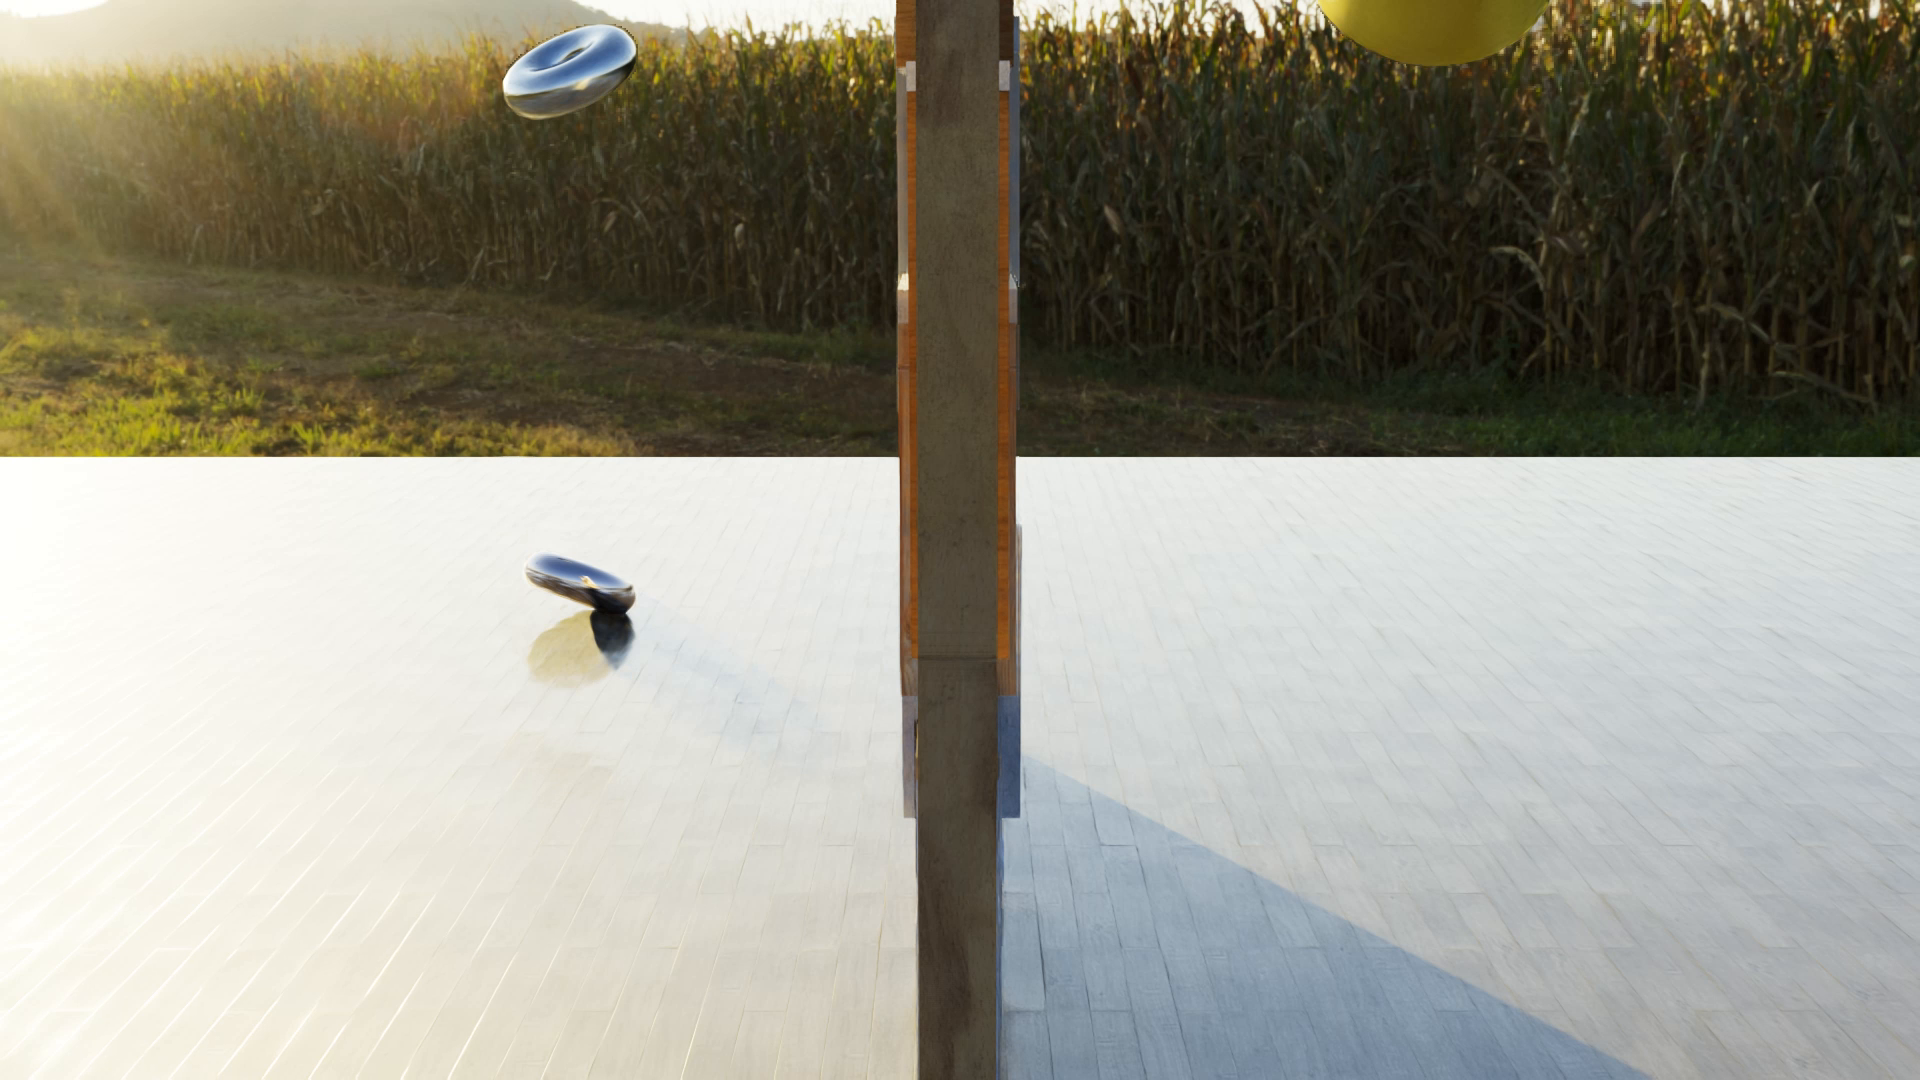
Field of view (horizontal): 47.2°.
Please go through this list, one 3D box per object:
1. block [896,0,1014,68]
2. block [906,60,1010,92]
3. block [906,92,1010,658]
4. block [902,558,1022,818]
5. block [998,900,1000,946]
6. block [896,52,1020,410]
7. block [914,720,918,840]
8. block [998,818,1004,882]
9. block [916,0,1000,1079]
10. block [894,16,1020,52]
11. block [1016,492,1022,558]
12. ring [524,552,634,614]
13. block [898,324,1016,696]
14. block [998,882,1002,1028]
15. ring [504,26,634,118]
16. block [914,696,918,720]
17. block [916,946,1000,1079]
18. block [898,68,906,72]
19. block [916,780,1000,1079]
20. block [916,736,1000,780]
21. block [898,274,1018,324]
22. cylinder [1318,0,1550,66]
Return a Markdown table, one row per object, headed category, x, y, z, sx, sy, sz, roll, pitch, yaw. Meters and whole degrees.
| category | x | y | z | sx | sy | sz | roll | pitch | yaw |
| --- | --- | --- | --- | --- | --- | --- | --- | --- | --- |
| block | -0.008 | -0.769 | 2.851 | 0.152 | 0.304 | 0.043 | 0 | 10 | 0 |
| block | -0.004 | -0.577 | 2.751 | 0.123 | 0.035 | 0.247 | 0 | 11 | -1 |
| block | -0.001 | -0.199 | 2.737 | 0.123 | 0.704 | 0.035 | 0 | 11 | 0 |
| block | 0.002 | 0.211 | 3.229 | 0.173 | 0.396 | 0.049 | 0 | 10 | 0 |
| block | -0.003 | 0.489 | 2.942 | 0.108 | 0.031 | 0.217 | 0 | 11 | -1 |
| block | -0.002 | -0.449 | 3.222 | 0.177 | 0.516 | 0.050 | 0 | 11 | 0 |
| block | -0.007 | 0.346 | 3.001 | 0.110 | 0.228 | 0.031 | 0 | 11 | -1 |
| block | 0.006 | 0.441 | 3.163 | 0.112 | 0.032 | 0.223 | 0 | 10 | 0 |
| block | -0.003 | 0.009 | 2.626 | 0.095 | 1.523 | 0.027 | 0 | 11 | 0 |
| block | -0.004 | -0.749 | 3.286 | 0.177 | 0.050 | 0.354 | 0 | 11 | 0 |
| block | 0.002 | -0.029 | 3.303 | 0.173 | 0.049 | 0.347 | 0 | 11 | 0 |
| ring | -0.996 | 0.112 | 5.756 | 0.305 | 0.102 | 0.305 | 19 | -6 | 2 |
| block | -0.003 | -0.041 | 2.922 | 0.154 | 0.501 | 0.044 | 0 | 10 | 0 |
| block | 0.003 | 0.580 | 3.111 | 0.112 | 0.223 | 0.032 | 0 | 11 | 0 |
| ring | -1.103 | -1.323 | 6.216 | 0.397 | 0.132 | 0.397 | -17 | 32 | 11 |
| block | -0.008 | 0.205 | 3.050 | 0.110 | 0.031 | 0.220 | 0 | 11 | 0 |
| block | -0.002 | 0.624 | 2.893 | 0.108 | 0.217 | 0.031 | 0 | 11 | 0 |
| block | -0.010 | -0.805 | 3.050 | 0.152 | 0.305 | 0.043 | 0 | 10 | -1 |
| block | -0.003 | 0.517 | 2.815 | 0.104 | 0.456 | 0.029 | 0 | 11 | 0 |
| block | -0.003 | 0.266 | 2.839 | 0.104 | 0.029 | 0.208 | 0 | 11 | 0 |
| block | -0.004 | -0.328 | 2.974 | 0.154 | 0.044 | 0.308 | 0 | 10 | 0 |
| cylinder | 0.253 | -0.337 | 1.116 | 0.141 | 0.141 | 0.141 | 0 | -13 | 1 |
